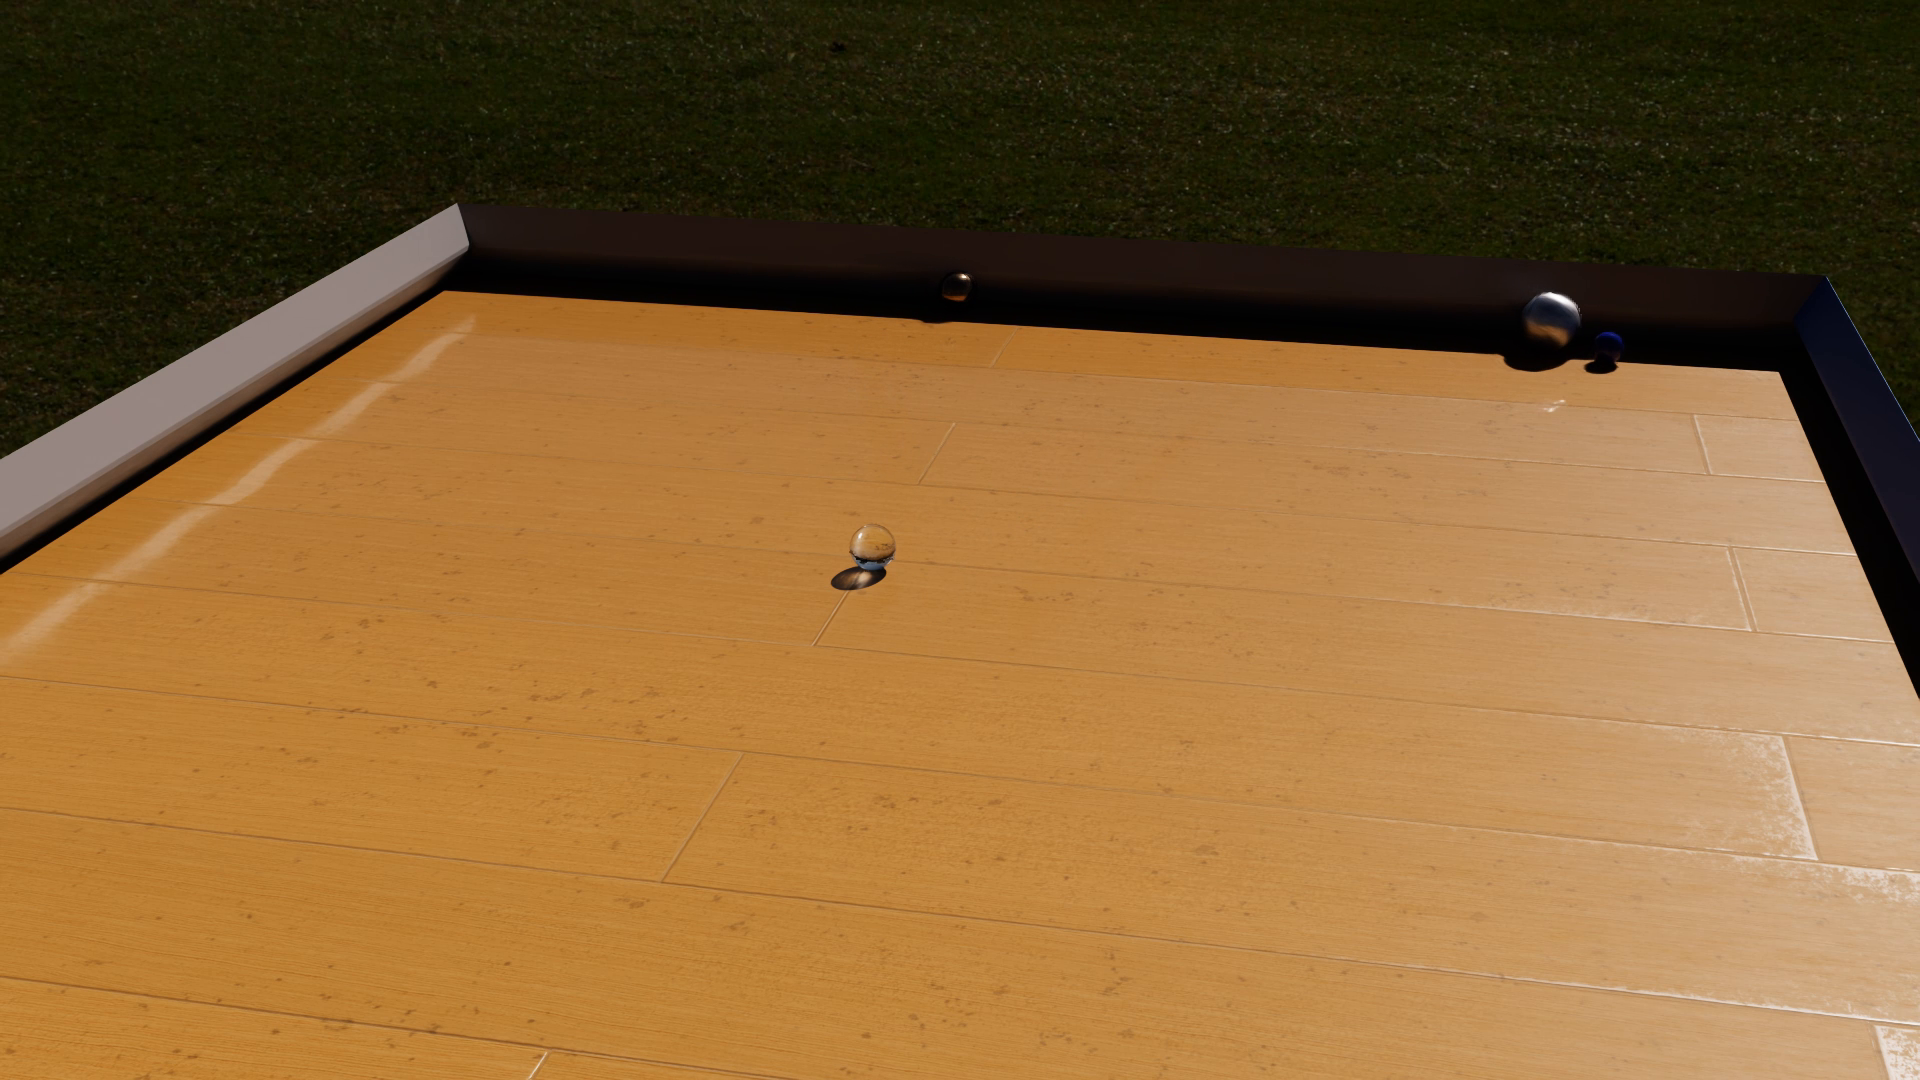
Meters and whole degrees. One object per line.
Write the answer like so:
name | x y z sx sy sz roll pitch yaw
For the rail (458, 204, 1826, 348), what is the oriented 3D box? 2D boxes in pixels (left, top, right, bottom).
rail | 0.220 -0.424 3.534 2.216 0.116 0.045 5 23 11

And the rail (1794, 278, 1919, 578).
rail | 0.835 0.460 1.379 0.045 0.116 4.350 5 23 11

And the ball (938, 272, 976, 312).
ball | -0.005 -0.400 3.546 0.064 0.064 0.064 0 22 0

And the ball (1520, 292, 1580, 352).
ball | 0.897 -0.331 3.345 0.089 0.089 0.089 0 22 0

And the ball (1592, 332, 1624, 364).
ball | 0.970 -0.288 3.295 0.047 0.047 0.047 0 22 0

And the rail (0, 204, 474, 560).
rail | -1.286 0.290 1.794 0.045 0.116 4.350 5 23 11

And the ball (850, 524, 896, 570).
ball | -0.102 0.009 2.563 0.054 0.054 0.054 0 22 0
